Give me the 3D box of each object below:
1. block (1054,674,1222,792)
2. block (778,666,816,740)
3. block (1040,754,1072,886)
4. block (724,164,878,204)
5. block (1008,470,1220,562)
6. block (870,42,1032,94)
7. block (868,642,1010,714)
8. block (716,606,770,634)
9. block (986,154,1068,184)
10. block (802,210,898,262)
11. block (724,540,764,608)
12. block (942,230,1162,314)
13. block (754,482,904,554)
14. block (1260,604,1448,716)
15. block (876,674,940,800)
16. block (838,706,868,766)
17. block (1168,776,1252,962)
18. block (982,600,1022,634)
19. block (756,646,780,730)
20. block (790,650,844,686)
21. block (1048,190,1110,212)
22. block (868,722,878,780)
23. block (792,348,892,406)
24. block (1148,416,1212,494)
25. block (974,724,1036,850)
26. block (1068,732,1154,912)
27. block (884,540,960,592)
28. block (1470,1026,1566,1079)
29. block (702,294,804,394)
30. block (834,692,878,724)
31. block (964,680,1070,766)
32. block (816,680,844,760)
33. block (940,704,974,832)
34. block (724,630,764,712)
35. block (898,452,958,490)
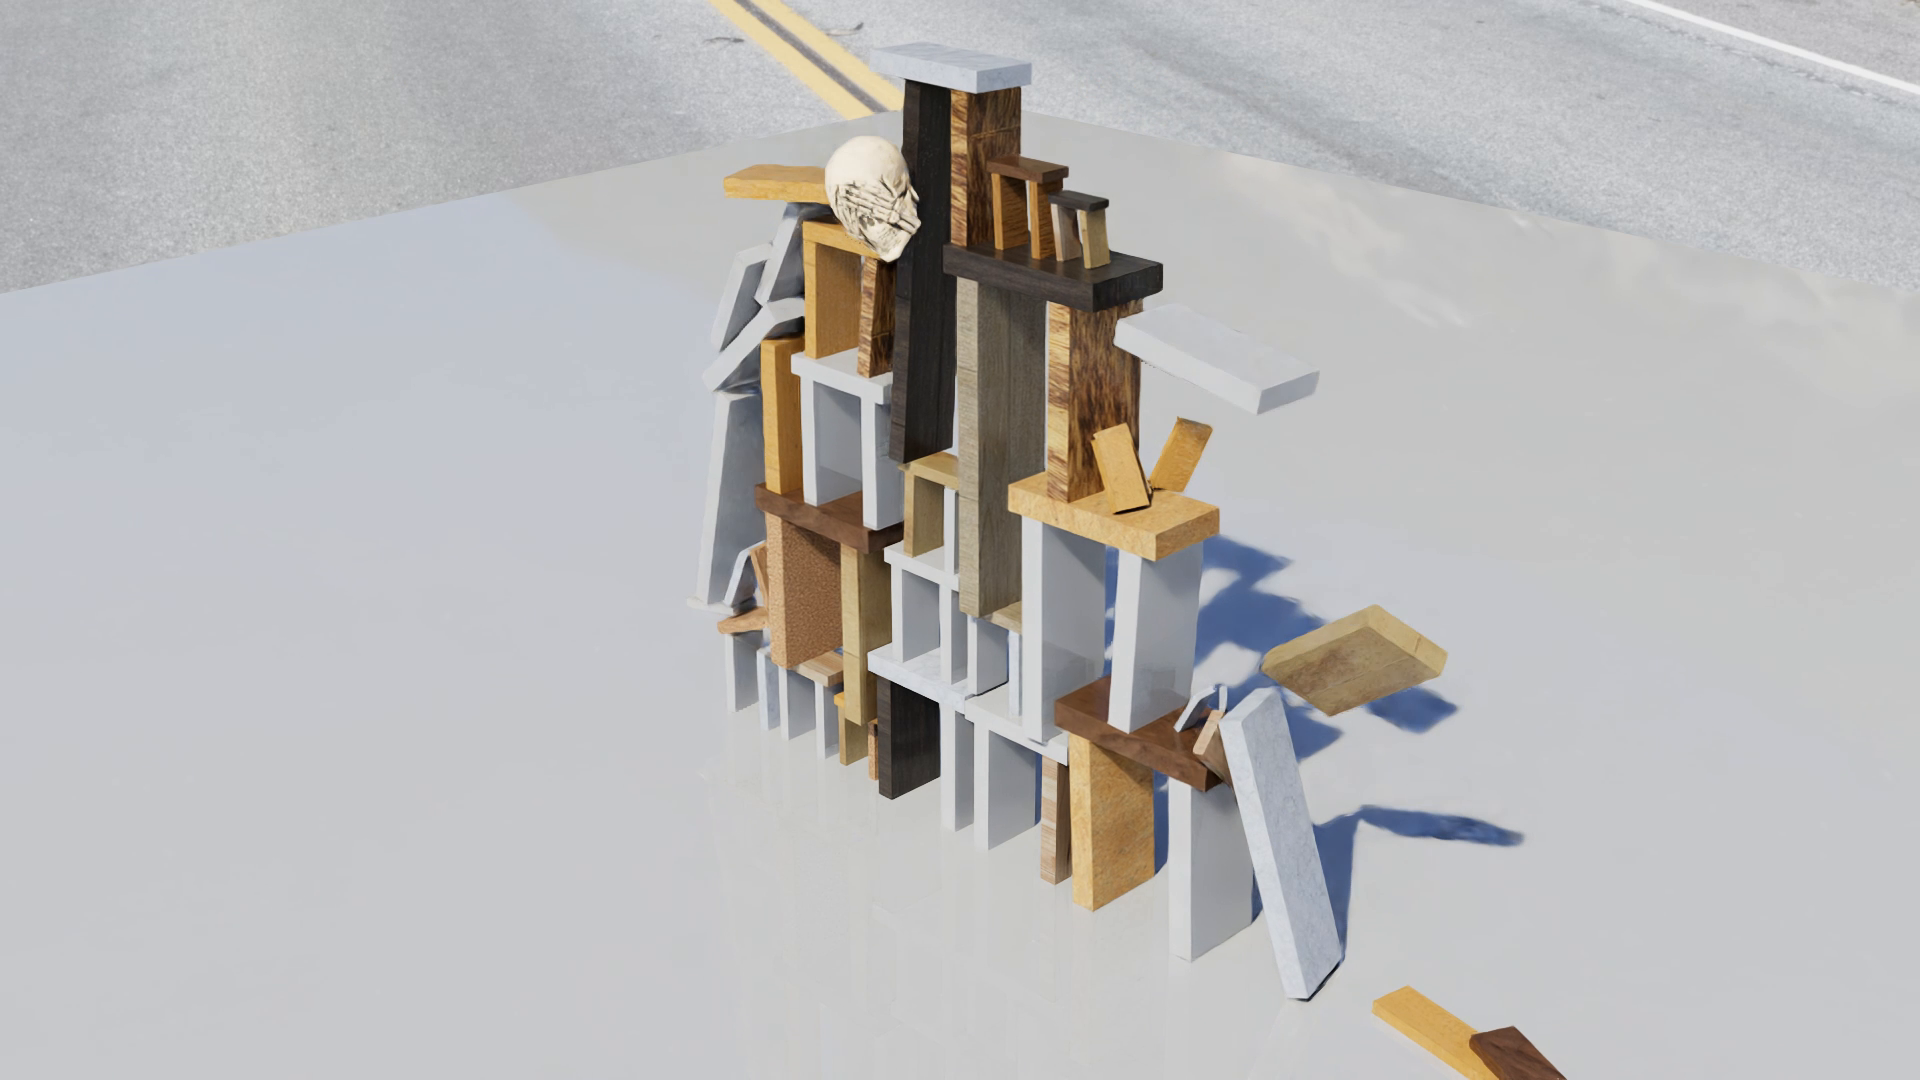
[{"bbox_3d":[0.362,0.341,3.981,0.354,0.050,0.177,21,31,40],"label":"block"},{"bbox_3d":[-0.347,0.335,4.744,0.088,0.176,0.025,-21,31,-40],"label":"block"},{"bbox_3d":[0.216,0.513,4.208,0.135,0.269,0.038,-21,31,-41],"label":"block"},{"bbox_3d":[-0.303,-0.678,4.189,0.262,0.037,0.131,7,24,24],"label":"block"},{"bbox_3d":[0.270,-0.055,3.903,0.346,0.049,0.173,20,30,41],"label":"block"},{"bbox_3d":[-0.018,-0.838,3.894,0.136,0.039,0.272,-19,30,-41],"label":"block"},{"bbox_3d":[-0.040,0.263,4.387,0.274,0.039,0.137,21,31,41],"label":"block"},{"bbox_3d":[-0.435,0.169,4.785,0.184,0.026,0.092,-9,13,42],"label":"block"},{"bbox_3d":[0.117,-0.644,3.819,0.067,0.019,0.133,-21,31,-41],"label":"block"},{"bbox_3d":[-0.176,-0.578,4.168,0.120,0.034,0.239,-21,30,-40],"label":"block"},{"bbox_3d":[-0.461,0.074,4.752,0.021,0.149,0.074,39,41,21],"label":"block"},{"bbox_3d":[0.160,-0.477,3.856,0.179,0.051,0.358,-21,31,-41],"label":"block"},{"bbox_3d":[-0.240,-0.066,4.460,0.171,0.049,0.343,-21,31,-40],"label":"block"},{"bbox_3d":[0.654,0.204,3.667,0.154,0.309,0.044,33,62,-14],"label":"block"},{"bbox_3d":[-0.105,0.383,4.508,0.039,0.274,0.137,21,31,41],"label":"block"},{"bbox_3d":[-0.224,0.402,4.639,0.019,0.135,0.068,20,30,41],"label":"block"},{"bbox_3d":[0.454,0.565,3.974,0.177,0.354,0.050,-21,28,-41],"label":"block"},{"bbox_3d":[0.092,0.135,4.180,0.084,0.024,0.168,-21,31,-40],"label":"block"},{"bbox_3d":[-0.395,0.314,4.786,0.026,0.184,0.092,20,30,41],"label":"block"},{"bbox_3d":[-0.307,0.259,4.666,0.176,0.025,0.088,21,31,40],"label":"block"},{"bbox_3d":[0.202,-0.580,3.763,0.049,0.014,0.098,-21,30,-40],"label":"block"},{"bbox_3d":[-0.160,0.428,4.580,0.067,0.135,0.019,-21,31,-40],"label":"block"},{"bbox_3d":[-0.192,-0.328,4.289,0.133,0.038,0.266,-21,31,-40],"label":"block"},{"bbox_3d":[0.391,-0.149,3.901,0.066,0.132,0.019,13,23,-27],"label":"block"},{"bbox_3d":[0.089,0.463,4.325,0.038,0.269,0.135,21,31,41],"label":"block"},{"bbox_3d":[0.287,0.499,4.128,0.177,0.354,0.050,-21,28,-41],"label":"block"},{"bbox_3d":[-0.039,0.043,4.292,0.206,0.029,0.103,21,31,41],"label":"block"},{"bbox_3d":[0.922,0.866,3.627,0.085,0.024,0.169,-8,24,-17],"label":"block"},{"bbox_3d":[-0.391,-0.404,4.486,0.157,0.045,0.315,-21,-11,-38],"label":"block"},{"bbox_3d":[-0.192,0.344,4.580,0.068,0.019,0.135,-21,31,-40],"label":"block"},{"bbox_3d":[0.152,0.347,4.206,0.135,0.038,0.269,-21,31,-41],"label":"block"},{"bbox_3d":[-0.264,0.368,4.667,0.088,0.176,0.025,-21,31,-40],"label":"block"},{"bbox_3d":[0.025,0.433,4.389,0.039,0.275,0.137,21,31,41],"label":"block"},{"bbox_3d":[-0.476,0.281,4.863,0.026,0.184,0.092,18,28,36],"label":"block"},{"bbox_3d":[-0.027,-0.136,4.203,0.172,0.024,0.086,20,29,39],"label":"block"}]
